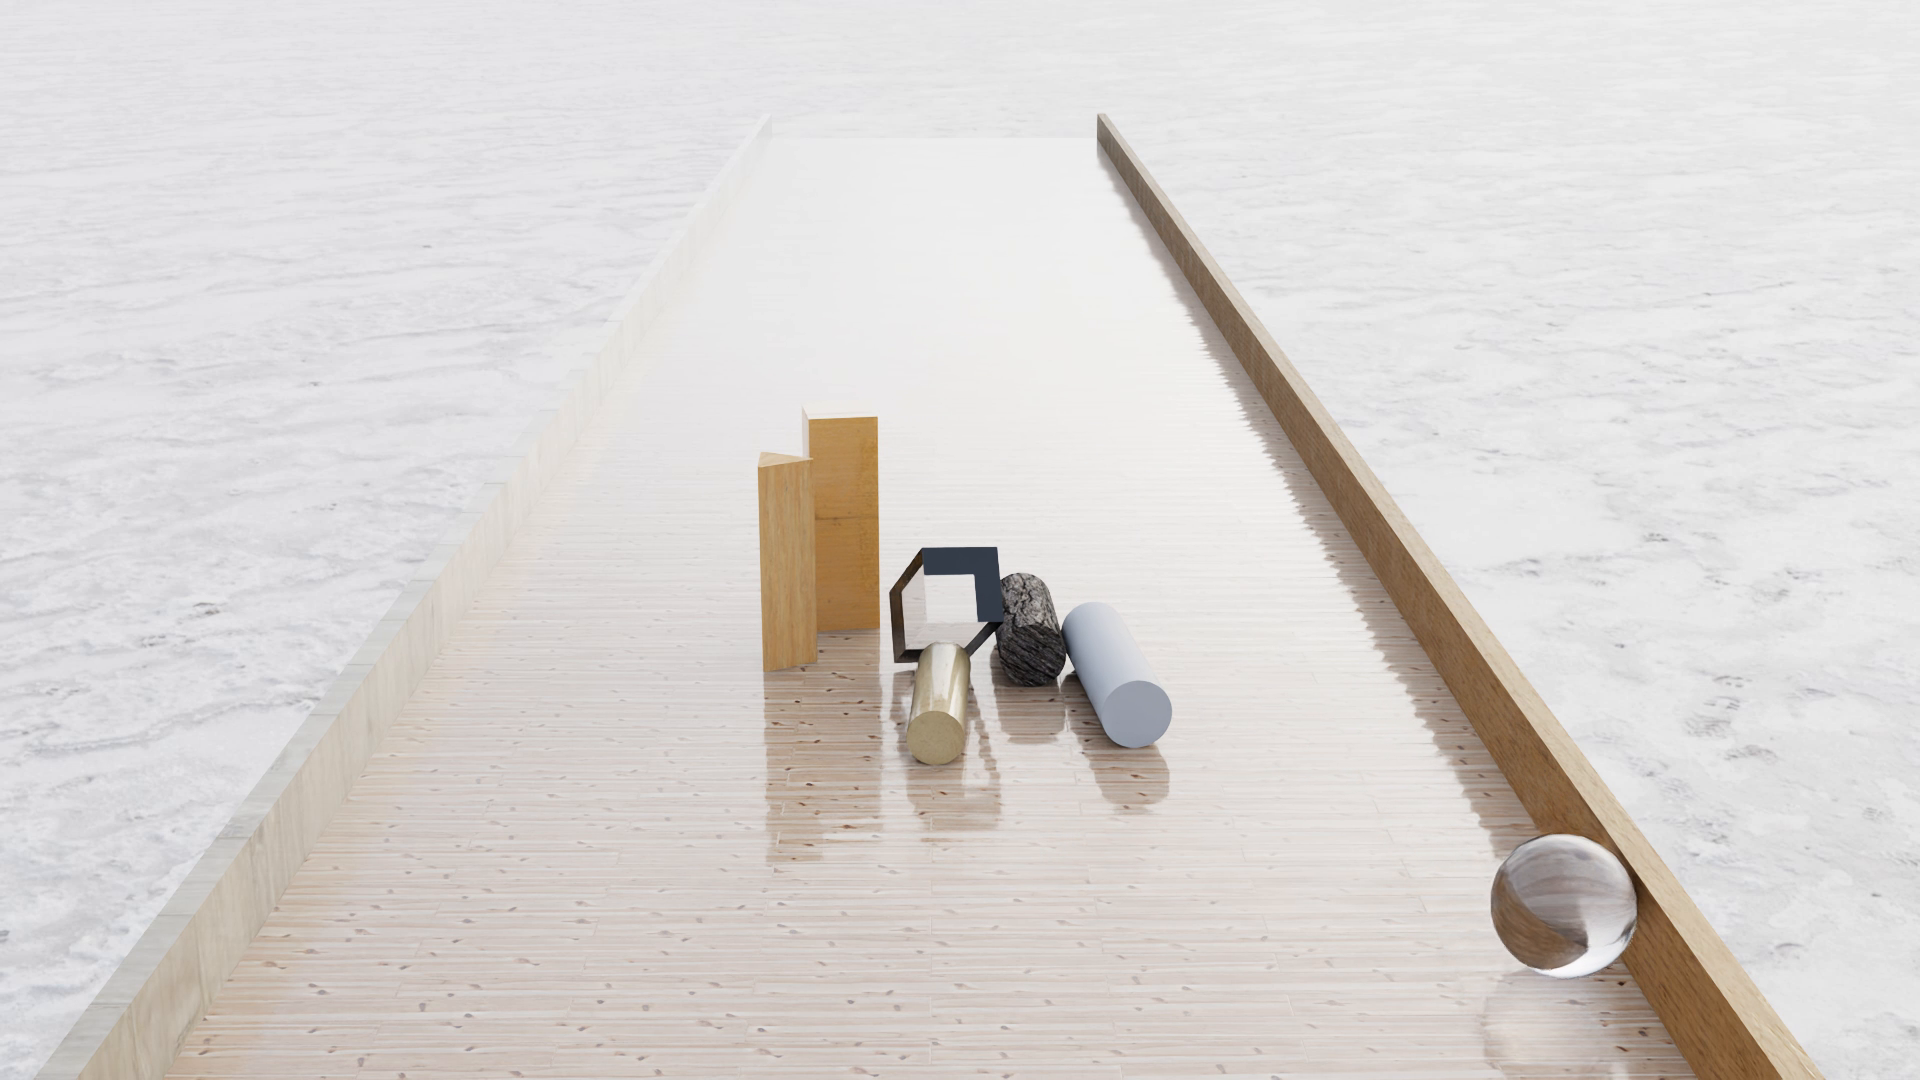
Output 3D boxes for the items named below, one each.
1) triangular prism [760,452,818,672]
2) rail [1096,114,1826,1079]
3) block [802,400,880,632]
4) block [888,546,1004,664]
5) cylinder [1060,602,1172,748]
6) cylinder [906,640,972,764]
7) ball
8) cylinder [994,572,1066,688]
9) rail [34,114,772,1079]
[{"bbox_3d":[-0.364,0.038,4.364,0.119,0.418,0.103,-10,19,-31],"label":"triangular prism"},{"bbox_3d":[0.932,-0.844,7.801,0.050,0.150,12.000,0,17,-1],"label":"rail"},{"bbox_3d":[-0.249,-0.050,4.598,0.142,0.455,0.142,-3,17,-9],"label":"block"},{"bbox_3d":[-0.030,0.129,4.265,0.147,0.147,0.311,-1,-17,-14],"label":"block"},{"bbox_3d":[0.291,0.248,4.165,0.129,0.129,0.455,-2,17,-6],"label":"cylinder"},{"bbox_3d":[-0.037,0.295,4.054,0.103,0.103,0.375,1,17,2],"label":"cylinder"},{"bbox_3d":[0.857,0.519,3.124,0.203,0.203,0.203,0,17,0],"label":"ball"},{"bbox_3d":[0.134,0.176,4.407,0.129,0.129,0.333,-1,17,-3],"label":"cylinder"},{"bbox_3d":[-1.118,-0.838,7.780,0.050,0.150,12.000,0,17,-1],"label":"rail"}]
